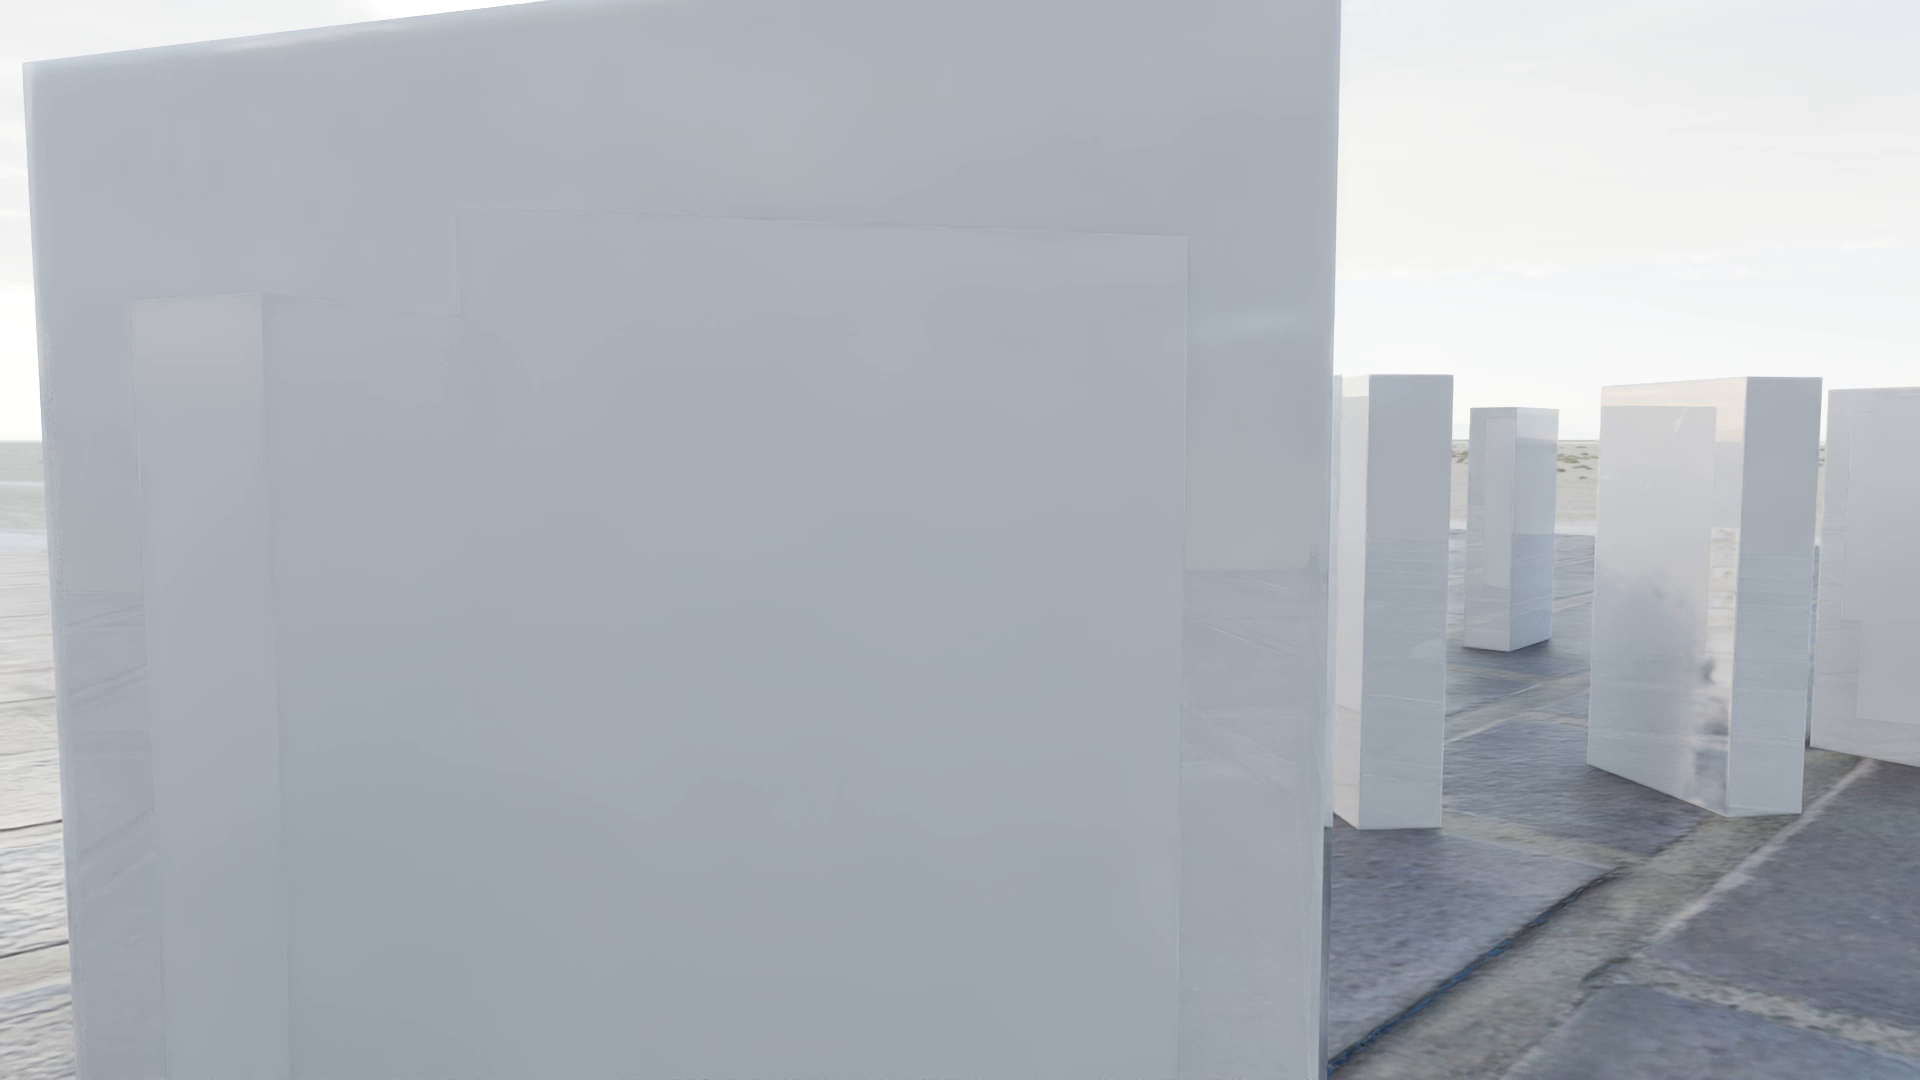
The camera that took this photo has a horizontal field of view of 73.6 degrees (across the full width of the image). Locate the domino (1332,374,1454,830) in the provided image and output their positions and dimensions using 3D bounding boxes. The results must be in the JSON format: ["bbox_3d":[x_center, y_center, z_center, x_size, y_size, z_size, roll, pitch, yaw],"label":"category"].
[{"bbox_3d":[0.047,0.006,0.152,0.010,0.050,0.025,0,4,-6],"label":"domino"}]

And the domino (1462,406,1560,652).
[{"bbox_3d":[0.117,-0.003,0.273,0.010,0.050,0.025,4,6,43],"label":"domino"}]

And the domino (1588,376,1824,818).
[{"bbox_3d":[0.090,0.006,0.157,0.009,0.050,0.025,-1,4,-9],"label":"domino"}]

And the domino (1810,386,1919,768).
[{"bbox_3d":[0.130,0.005,0.170,0.009,0.050,0.025,-3,5,-30],"label":"domino"}]

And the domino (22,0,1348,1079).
[{"bbox_3d":[-0.005,0.015,0.028,0.025,0.050,0.009,1,4,17],"label":"domino"}]
